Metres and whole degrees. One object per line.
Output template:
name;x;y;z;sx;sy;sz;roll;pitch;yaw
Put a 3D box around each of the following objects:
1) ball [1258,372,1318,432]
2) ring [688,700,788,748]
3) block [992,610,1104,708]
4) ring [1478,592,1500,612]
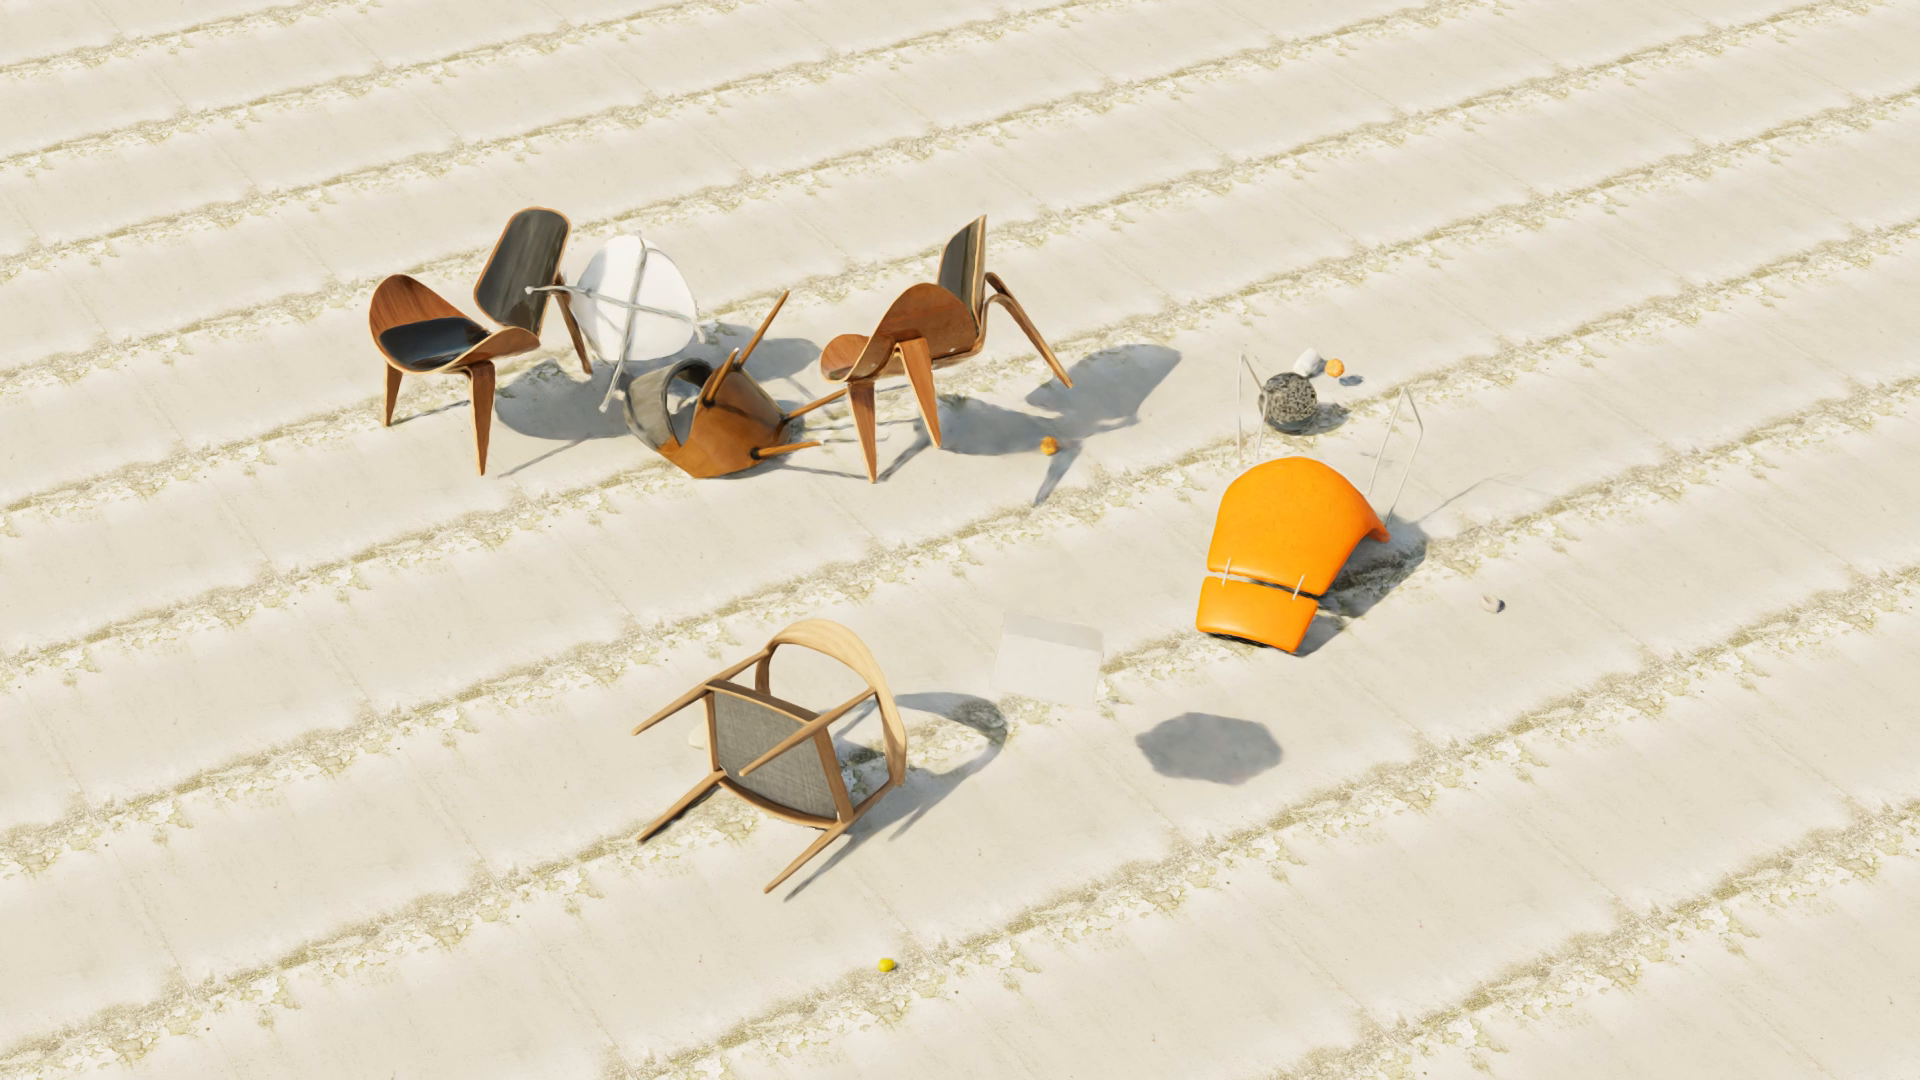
ball;1.292;-0.545;11.558;0.236;0.236;0.236;0;33;0
ring;-0.752;0.624;9.955;0.387;0.048;0.168;-21;38;-28
block;0.277;0.375;9.241;0.315;0.185;0.275;12;14;0
ring;1.909;0.224;10.575;0.067;0.032;0.111;-11;34;-14
